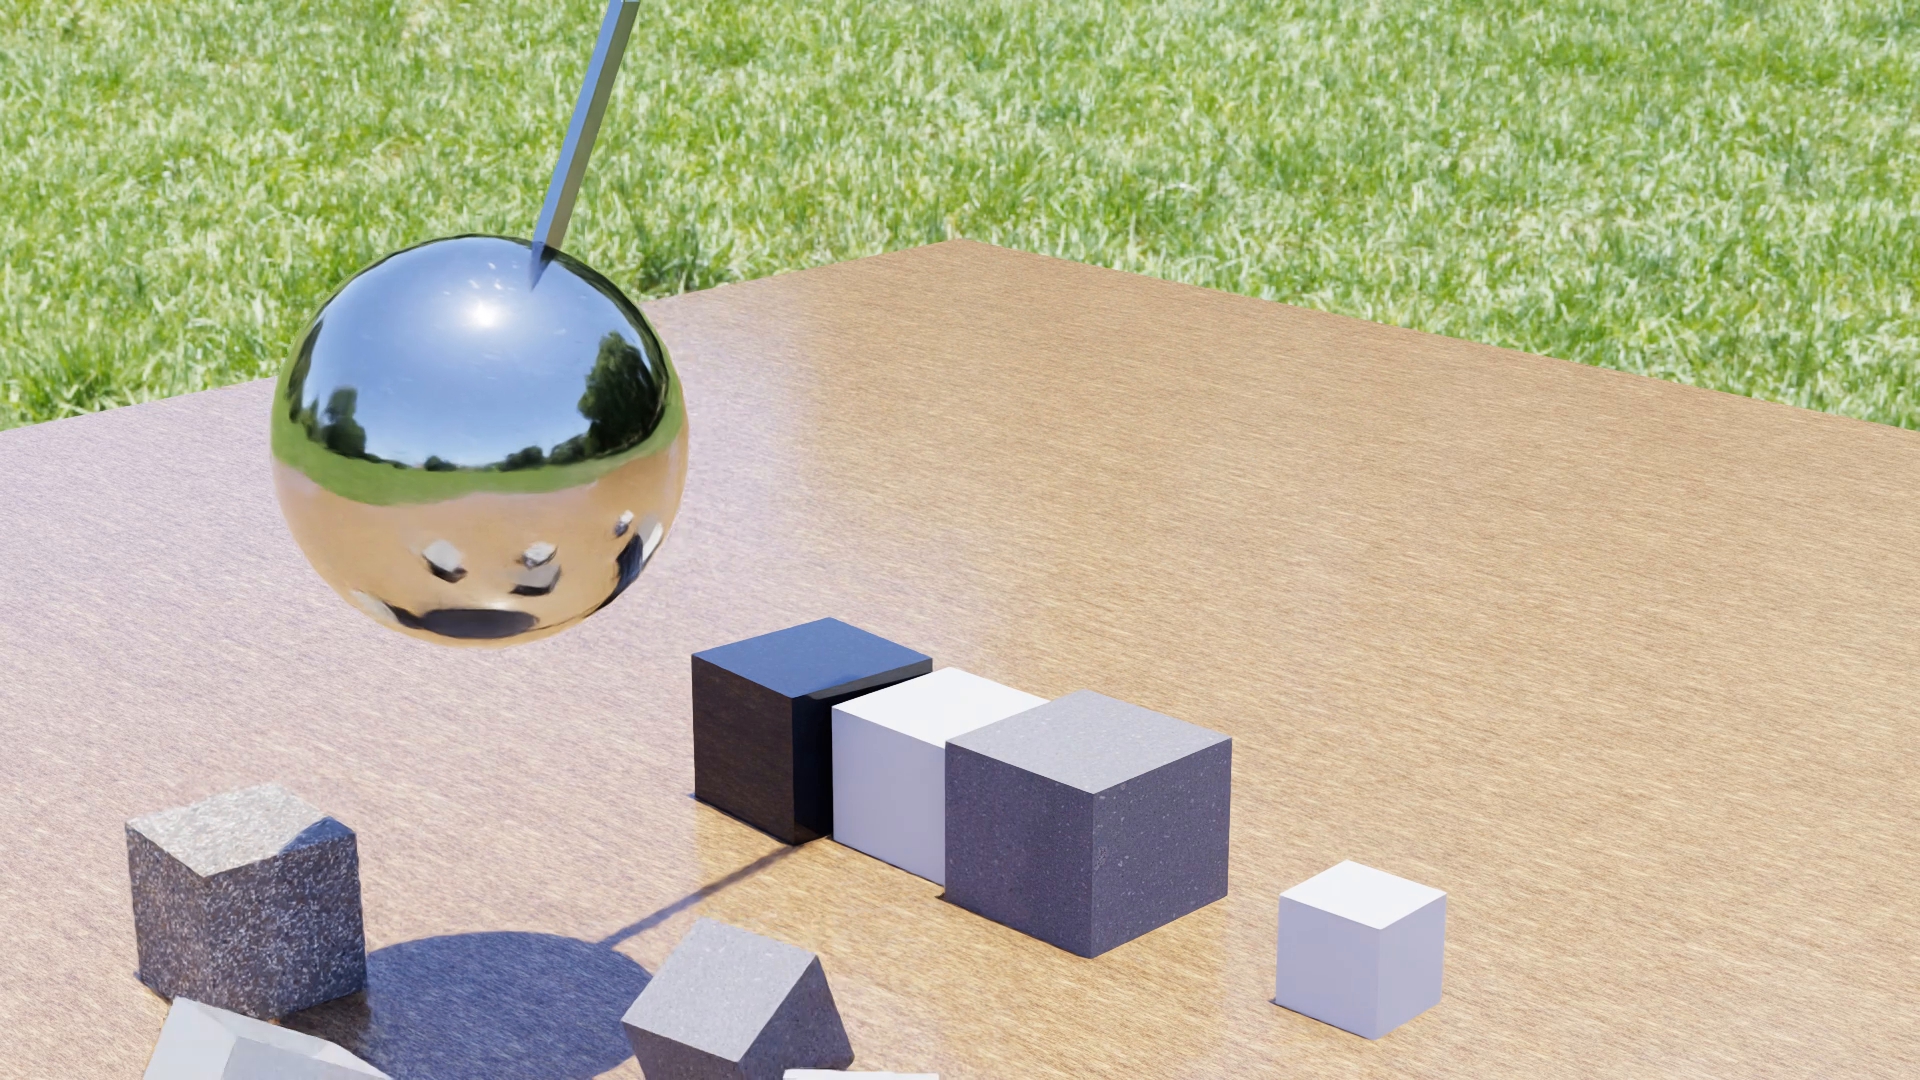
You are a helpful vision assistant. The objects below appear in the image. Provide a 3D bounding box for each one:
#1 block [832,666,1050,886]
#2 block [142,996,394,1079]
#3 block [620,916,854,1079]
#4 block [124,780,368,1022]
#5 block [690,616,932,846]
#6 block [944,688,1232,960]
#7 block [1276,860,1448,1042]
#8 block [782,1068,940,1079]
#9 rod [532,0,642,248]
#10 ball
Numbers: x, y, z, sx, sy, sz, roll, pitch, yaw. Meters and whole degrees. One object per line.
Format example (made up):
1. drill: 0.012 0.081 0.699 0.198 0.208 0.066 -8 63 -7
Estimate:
1. block: -0.030 1.102 13.718 0.773 0.672 0.832 -17 24 -42
2. block: -2.389 2.004 9.854 0.612 0.688 0.592 25 -9 -33
3. block: -0.827 1.877 11.018 0.539 0.615 0.540 13 48 30
4. block: -2.990 1.529 12.288 0.684 0.709 0.737 -14 23 -37
5. block: -0.713 0.912 14.205 0.850 0.743 0.799 -14 22 -38
6. block: 0.570 1.246 13.100 0.881 0.767 0.923 16 24 42
7. block: 1.658 1.691 12.137 0.501 0.495 0.480 15 23 40
8. block: -0.376 2.244 10.256 0.555 0.517 0.613 1 21 7
9. rod: -0.799 -3.613 11.369 0.080 5.200 0.080 17 -2 42
10. ball: -1.843 -0.378 11.291 1.600 1.600 1.600 0 17 0
